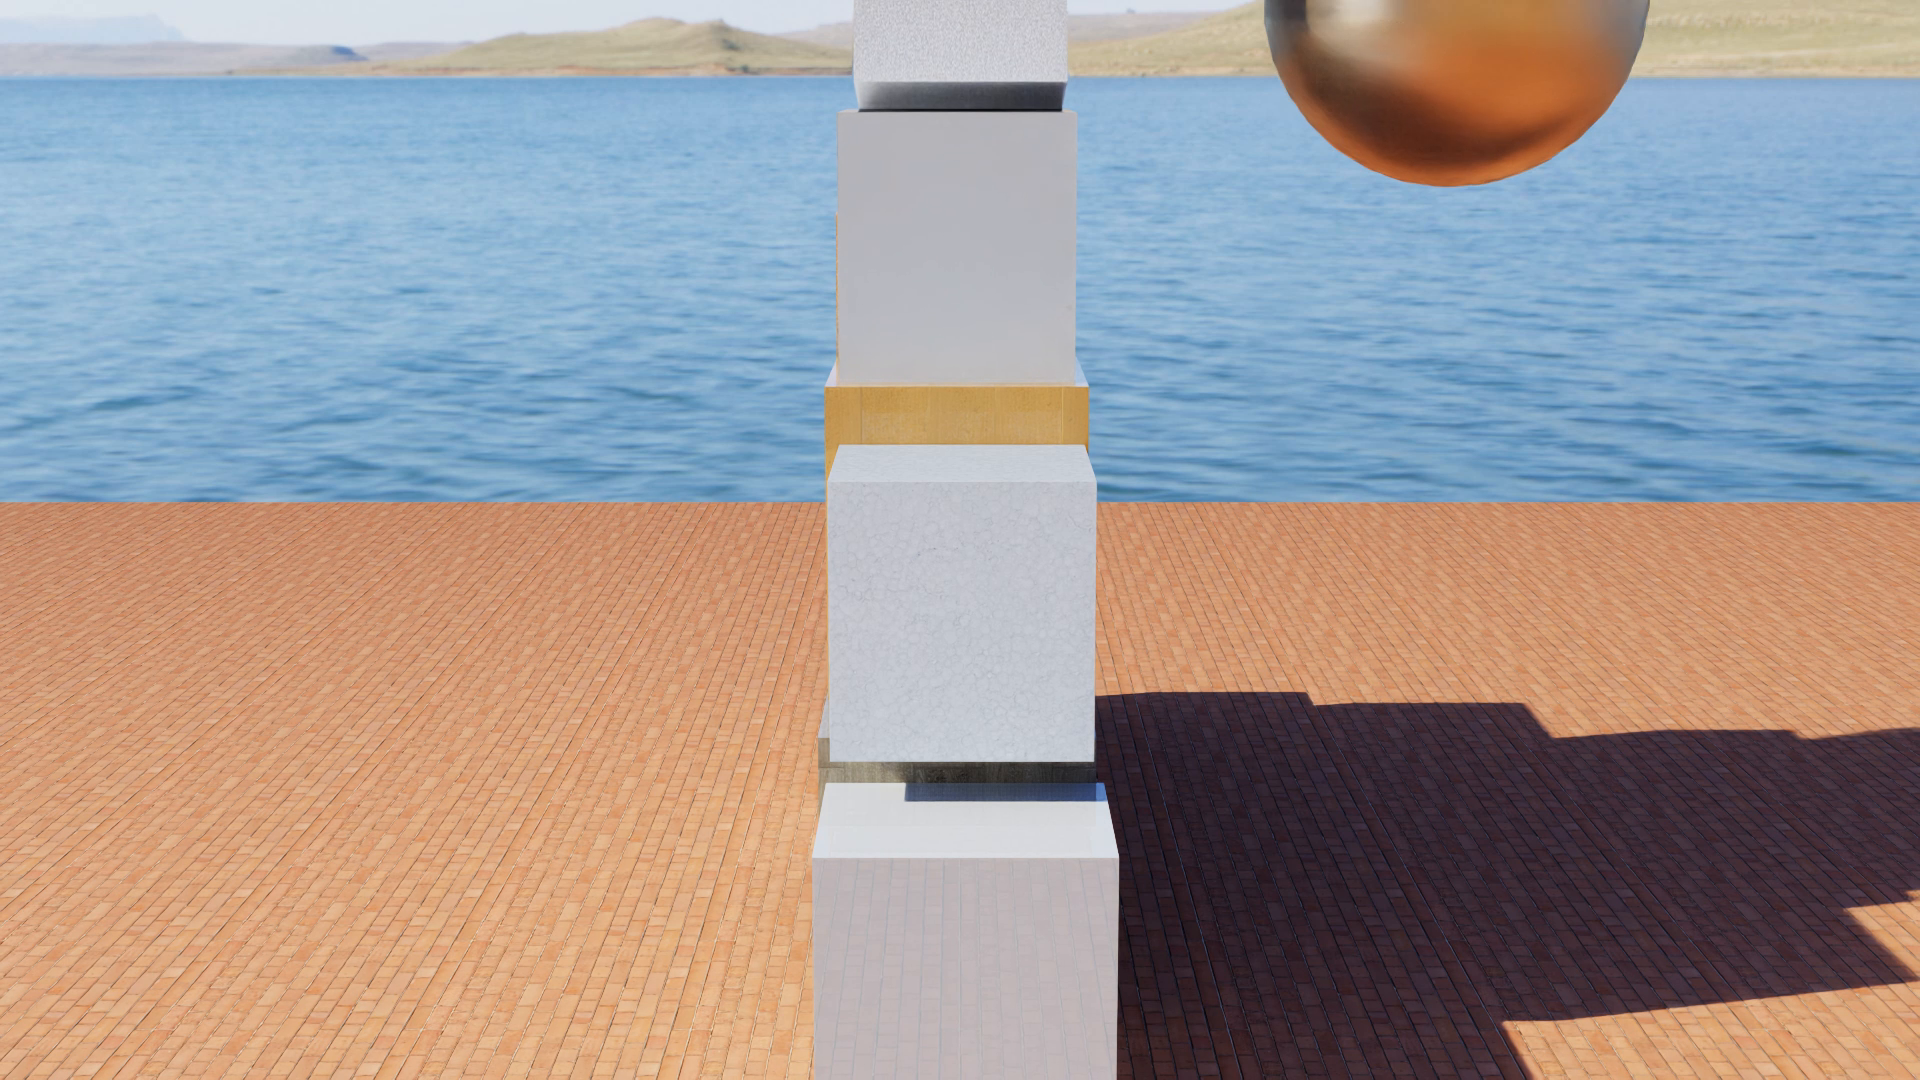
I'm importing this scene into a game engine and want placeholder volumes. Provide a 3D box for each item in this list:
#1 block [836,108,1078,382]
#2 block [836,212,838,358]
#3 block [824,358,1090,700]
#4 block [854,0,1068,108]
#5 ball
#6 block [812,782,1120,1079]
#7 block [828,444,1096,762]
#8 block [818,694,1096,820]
[{"bbox_3d":[-0.011,-1.177,10.092,0.895,1.010,0.951,0,10,0],"label":"block"},{"bbox_3d":[-0.017,-0.999,11.106,0.993,0.878,0.970,0,11,0],"label":"block"},{"bbox_3d":[-0.012,-0.073,10.212,0.990,1.205,1.034,0,10,0],"label":"block"},{"bbox_3d":[0.002,-2.266,10.426,0.829,1.011,0.919,0,-2,0],"label":"block"},{"bbox_3d":[2.074,-2.287,10.765,1.600,1.600,1.600,0,10,0],"label":"ball"},{"bbox_3d":[0.018,1.439,8.919,1.004,0.977,0.900,0,10,0],"label":"block"},{"bbox_3d":[0.007,0.207,9.279,0.920,0.987,0.883,0,10,0],"label":"block"},{"bbox_3d":[-0.010,1.179,9.884,1.006,1.143,1.073,0,10,0],"label":"block"}]
